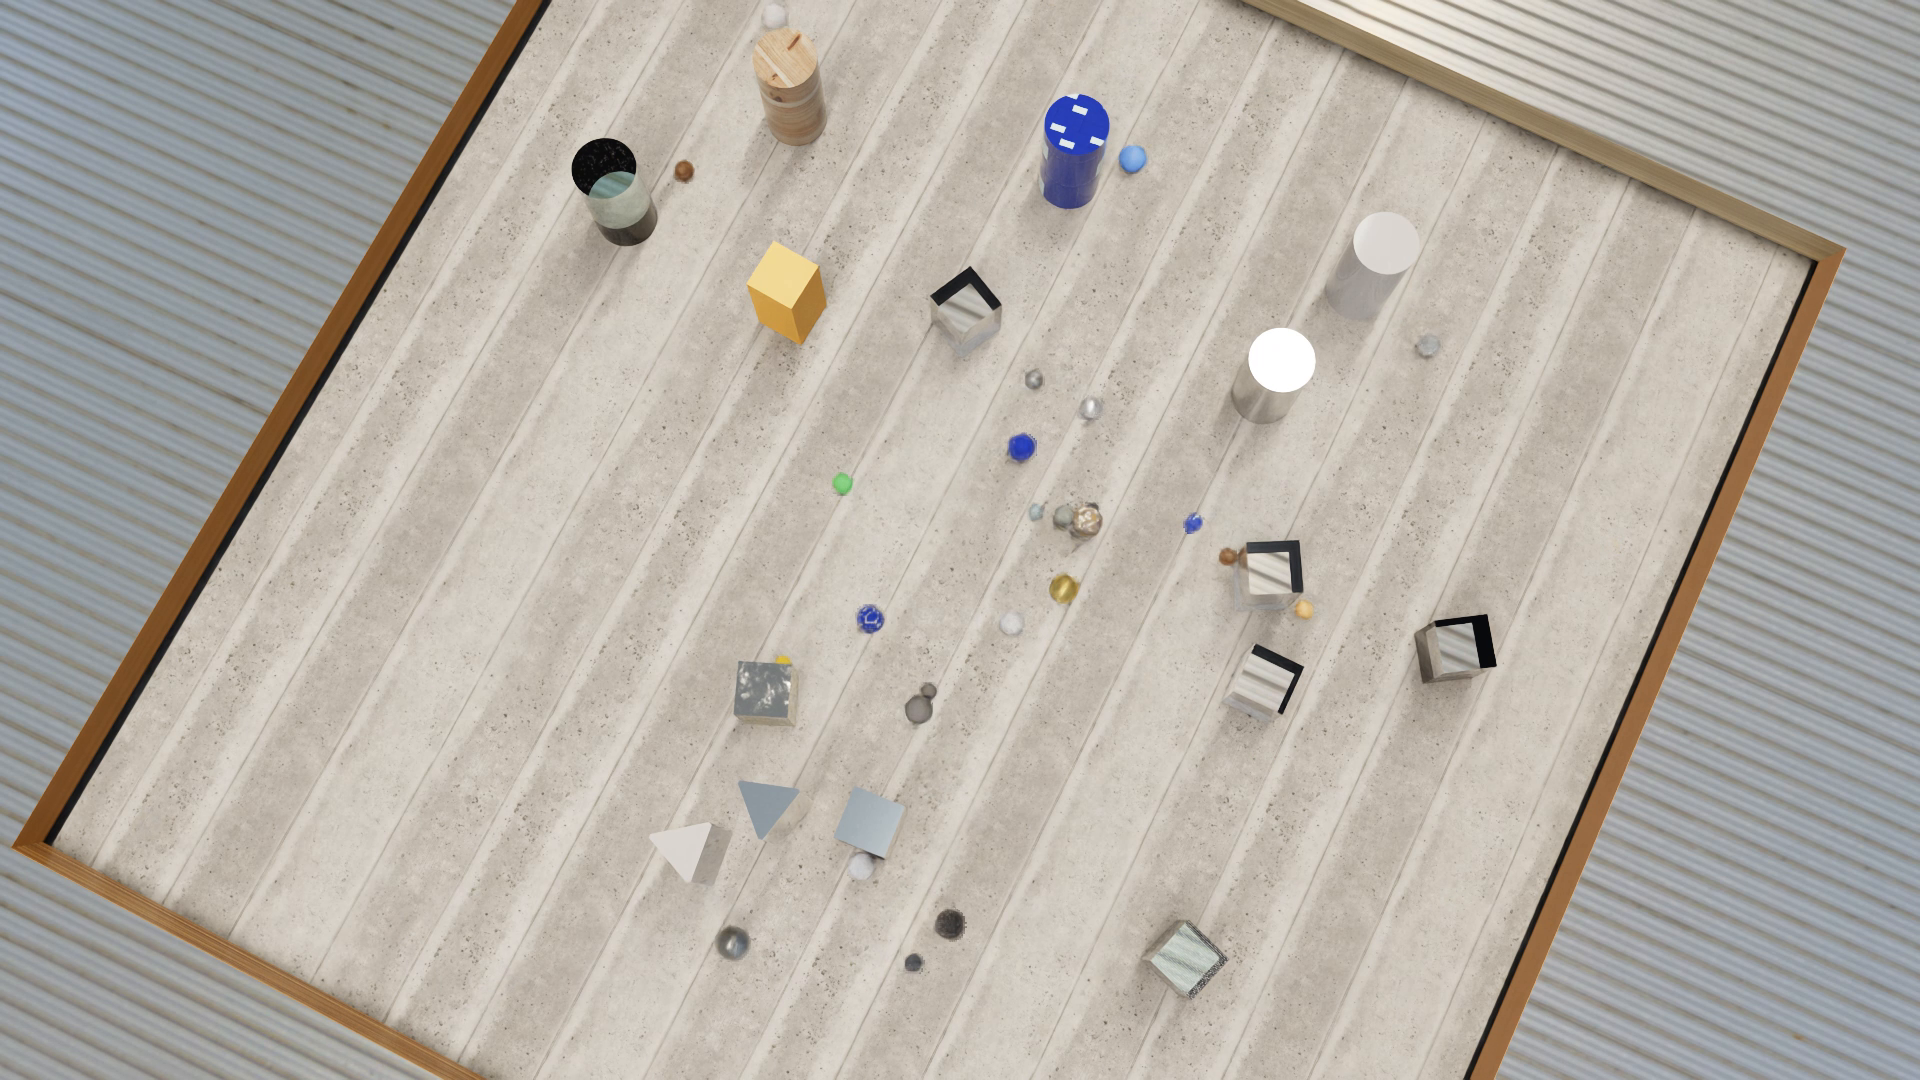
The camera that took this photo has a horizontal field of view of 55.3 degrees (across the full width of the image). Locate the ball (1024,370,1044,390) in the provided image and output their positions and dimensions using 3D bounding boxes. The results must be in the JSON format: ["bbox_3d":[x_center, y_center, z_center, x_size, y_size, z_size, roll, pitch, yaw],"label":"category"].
[{"bbox_3d":[0.229,-0.497,5.688,0.061,0.061,0.061,0,78,0],"label":"ball"}]

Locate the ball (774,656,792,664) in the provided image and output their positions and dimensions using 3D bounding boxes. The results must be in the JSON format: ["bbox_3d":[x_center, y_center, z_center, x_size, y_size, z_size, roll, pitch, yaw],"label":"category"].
[{"bbox_3d":[-0.531,0.373,5.503,0.054,0.054,0.054,0,78,0],"label":"ball"}]

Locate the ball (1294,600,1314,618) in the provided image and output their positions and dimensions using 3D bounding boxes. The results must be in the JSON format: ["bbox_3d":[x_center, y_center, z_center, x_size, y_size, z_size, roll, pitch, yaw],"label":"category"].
[{"bbox_3d":[1.042,0.210,5.544,0.056,0.056,0.056,0,78,0],"label":"ball"}]

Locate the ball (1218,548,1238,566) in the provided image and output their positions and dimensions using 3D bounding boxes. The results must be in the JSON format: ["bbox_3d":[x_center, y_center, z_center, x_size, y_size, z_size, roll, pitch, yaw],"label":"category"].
[{"bbox_3d":[0.803,0.051,5.486,0.056,0.056,0.056,0,78,0],"label":"ball"}]

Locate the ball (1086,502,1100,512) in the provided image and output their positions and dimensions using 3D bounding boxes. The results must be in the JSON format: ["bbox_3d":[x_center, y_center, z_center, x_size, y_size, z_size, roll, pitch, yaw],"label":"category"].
[{"bbox_3d":[0.405,-0.093,5.614,0.043,0.043,0.043,0,78,0],"label":"ball"}]

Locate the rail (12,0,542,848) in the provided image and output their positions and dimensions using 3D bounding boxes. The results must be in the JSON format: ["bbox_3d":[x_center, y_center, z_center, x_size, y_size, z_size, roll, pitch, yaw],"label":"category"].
[{"bbox_3d":[-1.811,-0.880,5.733,0.045,0.126,4.099,26,80,5],"label":"rail"}]

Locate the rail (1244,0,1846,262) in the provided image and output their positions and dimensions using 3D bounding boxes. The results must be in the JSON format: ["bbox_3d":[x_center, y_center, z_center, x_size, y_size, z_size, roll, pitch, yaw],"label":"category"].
[{"bbox_3d":[0.906,-1.768,5.917,4.096,0.126,0.045,26,80,5],"label":"rail"}]

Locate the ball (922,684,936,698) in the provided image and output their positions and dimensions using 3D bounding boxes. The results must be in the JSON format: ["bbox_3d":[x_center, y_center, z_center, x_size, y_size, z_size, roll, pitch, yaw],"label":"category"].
[{"bbox_3d":[-0.093,0.453,5.498,0.048,0.048,0.048,0,78,0],"label":"ball"}]

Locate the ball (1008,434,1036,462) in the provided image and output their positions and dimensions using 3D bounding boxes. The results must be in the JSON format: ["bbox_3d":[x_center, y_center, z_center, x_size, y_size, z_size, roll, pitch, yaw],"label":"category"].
[{"bbox_3d":[0.189,-0.284,5.632,0.084,0.084,0.084,0,78,0],"label":"ball"}]

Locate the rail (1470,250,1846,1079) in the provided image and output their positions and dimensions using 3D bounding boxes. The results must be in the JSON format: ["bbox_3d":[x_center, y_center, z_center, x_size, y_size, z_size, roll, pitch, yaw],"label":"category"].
[{"bbox_3d":[1.811,0.893,5.366,0.045,0.126,4.099,26,80,5],"label":"rail"}]

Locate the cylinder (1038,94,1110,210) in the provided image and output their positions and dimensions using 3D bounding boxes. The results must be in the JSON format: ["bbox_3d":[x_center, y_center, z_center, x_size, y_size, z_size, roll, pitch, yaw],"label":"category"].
[{"bbox_3d":[0.347,-1.191,5.647,0.194,0.423,0.194,0,78,0],"label":"cylinder"}]

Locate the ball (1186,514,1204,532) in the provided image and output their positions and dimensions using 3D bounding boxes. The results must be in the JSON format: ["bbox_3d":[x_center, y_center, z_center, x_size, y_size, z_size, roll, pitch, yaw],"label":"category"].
[{"bbox_3d":[0.716,-0.051,5.599,0.055,0.055,0.055,0,78,0],"label":"ball"}]

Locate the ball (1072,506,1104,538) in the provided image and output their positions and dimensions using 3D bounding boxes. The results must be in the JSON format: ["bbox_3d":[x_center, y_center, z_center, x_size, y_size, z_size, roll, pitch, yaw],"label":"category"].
[{"bbox_3d":[0.387,-0.054,5.561,0.094,0.094,0.094,0,78,0],"label":"ball"}]

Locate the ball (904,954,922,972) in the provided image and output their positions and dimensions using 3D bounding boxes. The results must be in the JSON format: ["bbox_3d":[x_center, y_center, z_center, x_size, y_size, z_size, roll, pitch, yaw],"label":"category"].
[{"bbox_3d":[-0.136,1.232,5.335,0.053,0.053,0.053,0,78,0],"label":"ball"}]

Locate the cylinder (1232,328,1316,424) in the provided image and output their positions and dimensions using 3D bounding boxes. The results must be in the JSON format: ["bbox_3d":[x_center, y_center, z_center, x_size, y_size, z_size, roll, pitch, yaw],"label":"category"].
[{"bbox_3d":[0.942,-0.490,5.534,0.194,0.360,0.194,0,78,0],"label":"cylinder"}]

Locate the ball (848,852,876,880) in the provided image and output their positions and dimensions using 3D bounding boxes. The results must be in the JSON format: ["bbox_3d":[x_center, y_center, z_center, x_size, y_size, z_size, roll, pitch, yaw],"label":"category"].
[{"bbox_3d":[-0.289,0.956,5.378,0.079,0.079,0.079,0,78,0],"label":"ball"}]

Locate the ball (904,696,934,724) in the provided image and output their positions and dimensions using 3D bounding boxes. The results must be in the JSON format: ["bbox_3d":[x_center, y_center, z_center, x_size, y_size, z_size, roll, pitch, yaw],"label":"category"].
[{"bbox_3d":[-0.122,0.506,5.468,0.086,0.086,0.086,0,78,0],"label":"ball"}]

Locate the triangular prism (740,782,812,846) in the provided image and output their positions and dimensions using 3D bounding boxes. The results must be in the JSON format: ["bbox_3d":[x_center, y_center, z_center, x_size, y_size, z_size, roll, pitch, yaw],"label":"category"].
[{"bbox_3d":[-0.546,0.750,5.215,0.146,0.482,0.168,38,81,7],"label":"triangular prism"}]

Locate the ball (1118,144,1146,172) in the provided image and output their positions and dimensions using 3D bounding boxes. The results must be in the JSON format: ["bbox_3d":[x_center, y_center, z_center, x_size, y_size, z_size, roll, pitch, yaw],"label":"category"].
[{"bbox_3d":[0.548,-1.212,5.823,0.087,0.087,0.087,0,78,0],"label":"ball"}]

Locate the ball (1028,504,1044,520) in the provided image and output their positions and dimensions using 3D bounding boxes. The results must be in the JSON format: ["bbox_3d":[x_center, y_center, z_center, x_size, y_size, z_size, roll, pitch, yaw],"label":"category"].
[{"bbox_3d":[0.232,-0.086,5.610,0.048,0.048,0.048,0,78,0],"label":"ball"}]

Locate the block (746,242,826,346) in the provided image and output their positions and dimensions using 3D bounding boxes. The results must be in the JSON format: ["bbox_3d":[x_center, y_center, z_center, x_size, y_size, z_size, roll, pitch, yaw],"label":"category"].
[{"bbox_3d":[-0.525,-0.749,5.592,0.155,0.352,0.155,30,80,6],"label":"block"}]

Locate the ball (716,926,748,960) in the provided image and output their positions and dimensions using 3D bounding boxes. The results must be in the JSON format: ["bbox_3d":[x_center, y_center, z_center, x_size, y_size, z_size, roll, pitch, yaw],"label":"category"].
[{"bbox_3d":[-0.663,1.170,5.325,0.097,0.097,0.097,0,78,0],"label":"ball"}]

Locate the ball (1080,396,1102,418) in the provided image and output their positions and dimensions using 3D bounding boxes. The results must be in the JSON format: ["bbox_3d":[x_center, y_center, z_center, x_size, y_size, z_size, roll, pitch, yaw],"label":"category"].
[{"bbox_3d":[0.406,-0.411,5.666,0.069,0.069,0.069,0,78,0],"label":"ball"}]

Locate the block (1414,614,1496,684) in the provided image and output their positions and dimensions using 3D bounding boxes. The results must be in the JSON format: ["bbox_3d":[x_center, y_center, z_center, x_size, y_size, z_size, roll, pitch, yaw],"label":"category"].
[{"bbox_3d":[1.463,0.325,5.422,0.155,0.249,0.155,-7,78,-1],"label":"block"}]

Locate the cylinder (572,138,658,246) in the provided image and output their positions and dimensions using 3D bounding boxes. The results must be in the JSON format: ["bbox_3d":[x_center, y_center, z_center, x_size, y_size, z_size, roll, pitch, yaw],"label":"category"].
[{"bbox_3d":[-1.058,-1.065,5.637,0.194,0.391,0.194,0,78,0],"label":"cylinder"}]

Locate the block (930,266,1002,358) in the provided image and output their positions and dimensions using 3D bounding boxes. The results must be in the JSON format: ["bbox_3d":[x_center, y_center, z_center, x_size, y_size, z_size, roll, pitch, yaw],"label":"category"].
[{"bbox_3d":[0.018,-0.699,5.639,0.155,0.239,0.155,-37,81,-7],"label":"block"}]

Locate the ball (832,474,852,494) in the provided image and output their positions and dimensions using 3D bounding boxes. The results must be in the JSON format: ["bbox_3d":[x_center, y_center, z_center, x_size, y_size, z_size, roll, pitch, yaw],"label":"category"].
[{"bbox_3d":[-0.360,-0.172,5.621,0.061,0.061,0.061,0,78,0],"label":"ball"}]

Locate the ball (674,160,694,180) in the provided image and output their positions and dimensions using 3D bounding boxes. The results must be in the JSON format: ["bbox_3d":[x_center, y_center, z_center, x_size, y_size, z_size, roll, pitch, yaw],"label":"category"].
[{"bbox_3d":[-0.877,-1.175,5.827,0.064,0.064,0.064,0,78,0],"label":"ball"}]

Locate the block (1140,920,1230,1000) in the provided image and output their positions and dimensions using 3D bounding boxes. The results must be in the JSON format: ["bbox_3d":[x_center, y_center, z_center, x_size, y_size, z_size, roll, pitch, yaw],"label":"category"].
[{"bbox_3d":[0.637,1.193,5.217,0.155,0.299,0.155,43,82,8],"label":"block"}]

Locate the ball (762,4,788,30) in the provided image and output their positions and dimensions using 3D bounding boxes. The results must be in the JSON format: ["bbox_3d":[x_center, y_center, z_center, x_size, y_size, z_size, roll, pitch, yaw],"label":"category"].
[{"bbox_3d":[-0.600,-1.689,5.924,0.083,0.083,0.083,0,78,0],"label":"ball"}]

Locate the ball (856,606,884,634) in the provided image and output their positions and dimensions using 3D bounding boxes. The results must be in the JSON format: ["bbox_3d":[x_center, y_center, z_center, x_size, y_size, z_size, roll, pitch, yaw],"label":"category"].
[{"bbox_3d":[-0.270,0.240,5.524,0.084,0.084,0.084,0,78,0],"label":"ball"}]

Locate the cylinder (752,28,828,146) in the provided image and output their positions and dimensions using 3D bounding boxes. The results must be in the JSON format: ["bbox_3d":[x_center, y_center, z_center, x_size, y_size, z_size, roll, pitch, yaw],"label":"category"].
[{"bbox_3d":[-0.524,-1.401,5.692,0.194,0.419,0.194,0,78,0],"label":"cylinder"}]

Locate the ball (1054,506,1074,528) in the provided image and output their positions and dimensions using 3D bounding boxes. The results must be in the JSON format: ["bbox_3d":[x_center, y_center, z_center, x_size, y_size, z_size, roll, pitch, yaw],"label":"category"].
[{"bbox_3d":[0.319,-0.072,5.598,0.066,0.066,0.066,0,78,0],"label":"ball"}]

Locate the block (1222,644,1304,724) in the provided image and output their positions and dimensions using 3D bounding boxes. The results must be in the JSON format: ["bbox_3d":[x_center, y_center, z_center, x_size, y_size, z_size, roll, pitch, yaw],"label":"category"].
[{"bbox_3d":[0.890,0.426,5.401,0.155,0.250,0.155,26,79,5],"label":"block"}]

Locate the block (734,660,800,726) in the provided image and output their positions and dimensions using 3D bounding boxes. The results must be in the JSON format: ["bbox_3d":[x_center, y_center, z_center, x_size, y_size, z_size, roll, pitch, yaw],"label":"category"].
[{"bbox_3d":[-0.567,0.455,5.393,0.155,0.254,0.155,4,78,1],"label":"block"}]

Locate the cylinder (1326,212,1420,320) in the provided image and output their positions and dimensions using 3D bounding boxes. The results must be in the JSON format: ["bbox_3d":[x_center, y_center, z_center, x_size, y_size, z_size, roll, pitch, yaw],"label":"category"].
[{"bbox_3d":[1.250,-0.828,5.575,0.194,0.417,0.194,0,78,0],"label":"cylinder"}]

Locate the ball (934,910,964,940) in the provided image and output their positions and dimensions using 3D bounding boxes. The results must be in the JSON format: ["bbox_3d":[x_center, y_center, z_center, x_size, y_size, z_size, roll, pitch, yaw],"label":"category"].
[{"bbox_3d":[-0.031,1.121,5.341,0.085,0.085,0.085,0,78,0],"label":"ball"}]

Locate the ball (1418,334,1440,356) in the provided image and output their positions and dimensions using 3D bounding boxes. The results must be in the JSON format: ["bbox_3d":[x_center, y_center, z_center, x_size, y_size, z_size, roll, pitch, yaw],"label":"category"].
[{"bbox_3d":[1.460,-0.608,5.706,0.070,0.070,0.070,0,78,0],"label":"ball"}]

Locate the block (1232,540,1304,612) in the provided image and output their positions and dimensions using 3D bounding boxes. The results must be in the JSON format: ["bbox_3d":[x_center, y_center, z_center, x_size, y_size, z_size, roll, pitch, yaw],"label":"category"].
[{"bbox_3d":[0.911,0.108,5.445,0.155,0.293,0.155,-3,78,-1],"label":"block"}]

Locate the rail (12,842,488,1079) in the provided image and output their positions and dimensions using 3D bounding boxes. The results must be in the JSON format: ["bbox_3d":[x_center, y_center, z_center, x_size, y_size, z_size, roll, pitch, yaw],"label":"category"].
[{"bbox_3d":[-0.906,1.781,5.183,4.096,0.126,0.045,26,80,5],"label":"rail"}]

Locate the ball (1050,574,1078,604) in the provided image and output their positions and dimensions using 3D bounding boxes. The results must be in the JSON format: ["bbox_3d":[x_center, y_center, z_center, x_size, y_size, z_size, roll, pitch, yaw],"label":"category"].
[{"bbox_3d":[0.314,0.148,5.540,0.090,0.090,0.090,0,78,0],"label":"ball"}]

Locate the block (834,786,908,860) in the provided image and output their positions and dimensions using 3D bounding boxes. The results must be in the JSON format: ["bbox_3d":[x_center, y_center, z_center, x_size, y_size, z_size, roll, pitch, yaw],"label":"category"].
[{"bbox_3d":[-0.256,0.823,5.308,0.155,0.270,0.155,22,79,4],"label":"block"}]

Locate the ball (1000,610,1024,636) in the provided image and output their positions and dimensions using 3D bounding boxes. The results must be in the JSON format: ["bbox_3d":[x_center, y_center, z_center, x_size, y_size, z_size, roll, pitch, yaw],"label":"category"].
[{"bbox_3d":[0.156,0.252,5.526,0.076,0.076,0.076,0,78,0],"label":"ball"}]

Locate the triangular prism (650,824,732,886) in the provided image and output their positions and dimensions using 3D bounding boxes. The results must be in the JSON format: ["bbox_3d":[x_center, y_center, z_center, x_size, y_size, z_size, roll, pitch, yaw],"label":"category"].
[{"bbox_3d":[-0.731,0.864,5.193,0.146,0.479,0.168,-41,81,-8],"label":"triangular prism"}]
